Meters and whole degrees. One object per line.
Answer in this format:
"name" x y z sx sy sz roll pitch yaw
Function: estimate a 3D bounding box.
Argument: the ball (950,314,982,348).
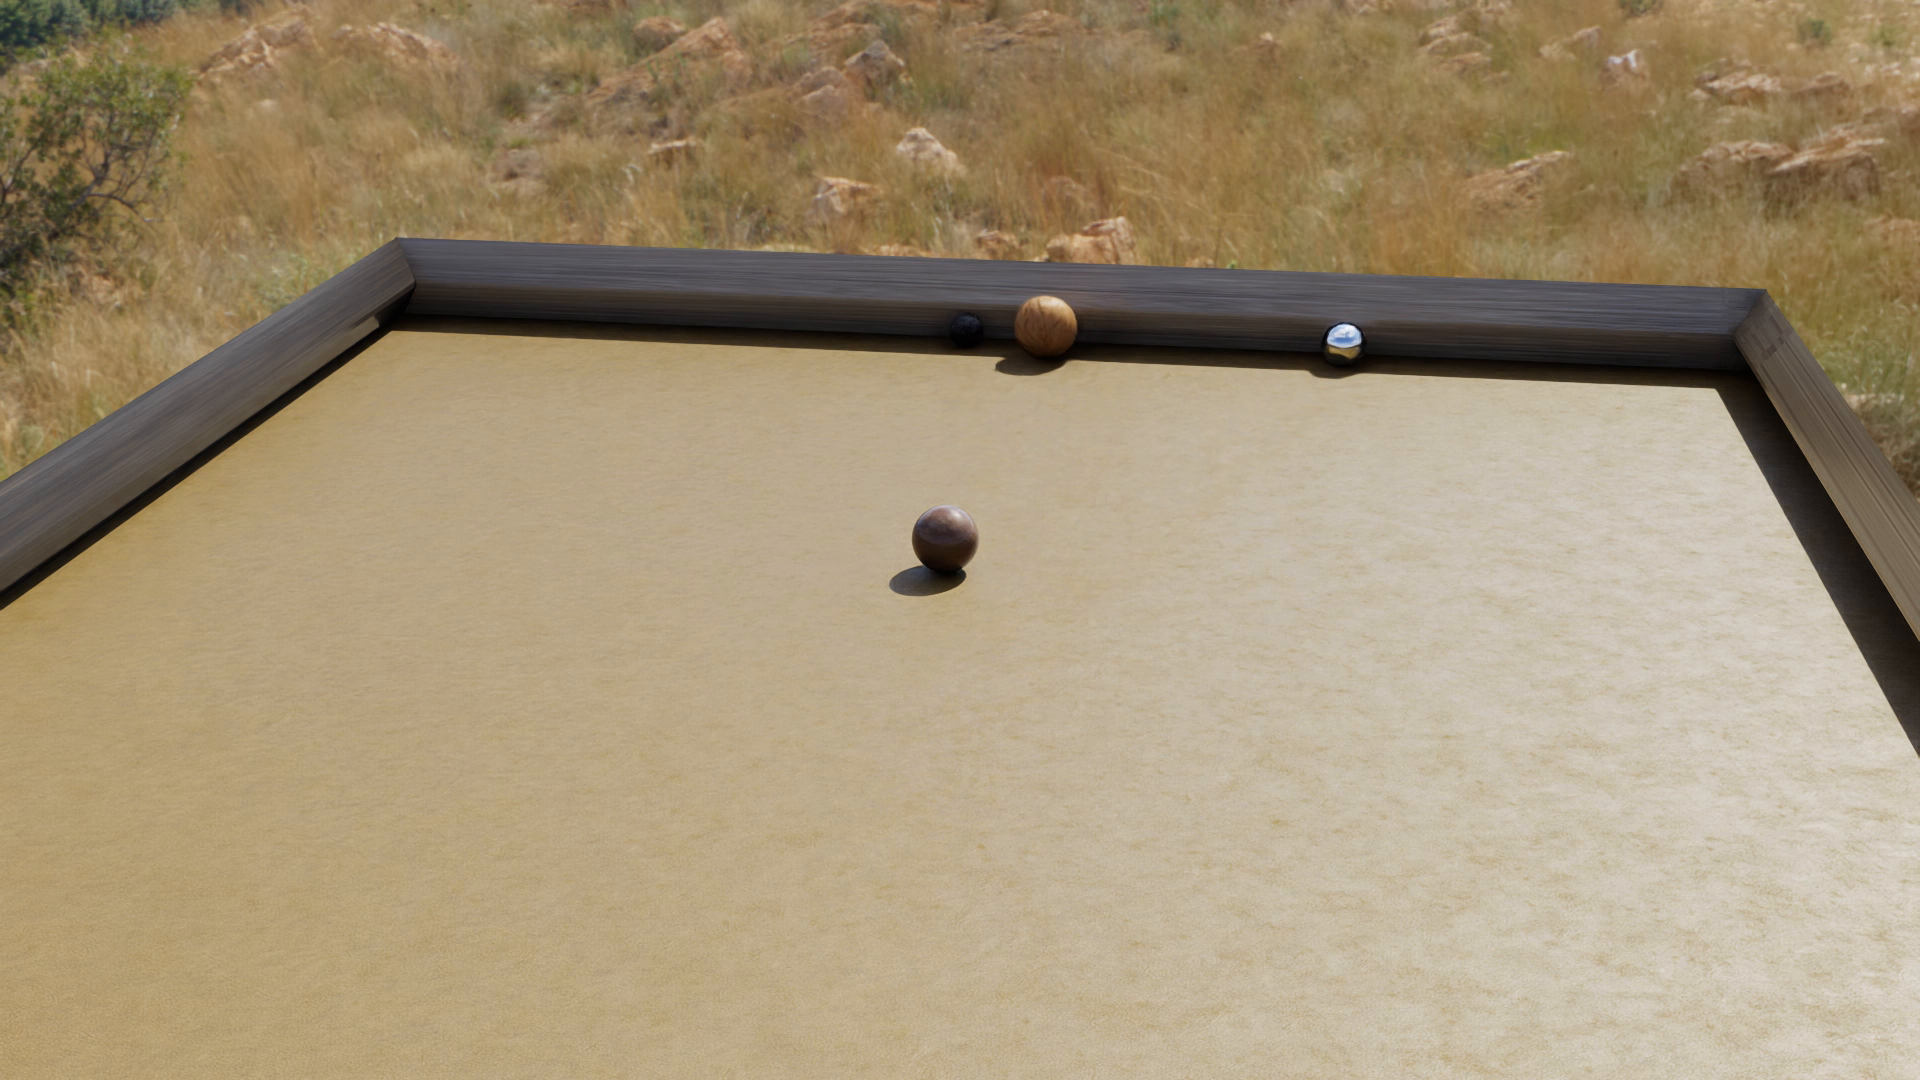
"ball" 0.009 -0.316 3.317 0.049 0.049 0.049 0 22 0

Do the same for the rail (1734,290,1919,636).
"rail" 0.864 0.364 1.505 0.045 0.121 3.677 3 22 8

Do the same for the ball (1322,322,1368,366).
"ball" 0.563 -0.286 3.222 0.066 0.066 0.066 0 22 0

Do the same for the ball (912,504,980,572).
"ball" -0.016 -0.001 2.487 0.077 0.077 0.077 0 22 0

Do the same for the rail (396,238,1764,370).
"rail" 0.134 -0.354 3.314 2.073 0.121 0.045 3 22 8

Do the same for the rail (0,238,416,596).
"rail" -1.139 0.252 1.787 0.045 0.121 3.677 3 22 8

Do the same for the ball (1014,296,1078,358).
"ball" 0.128 -0.315 3.257 0.093 0.093 0.093 0 22 0
